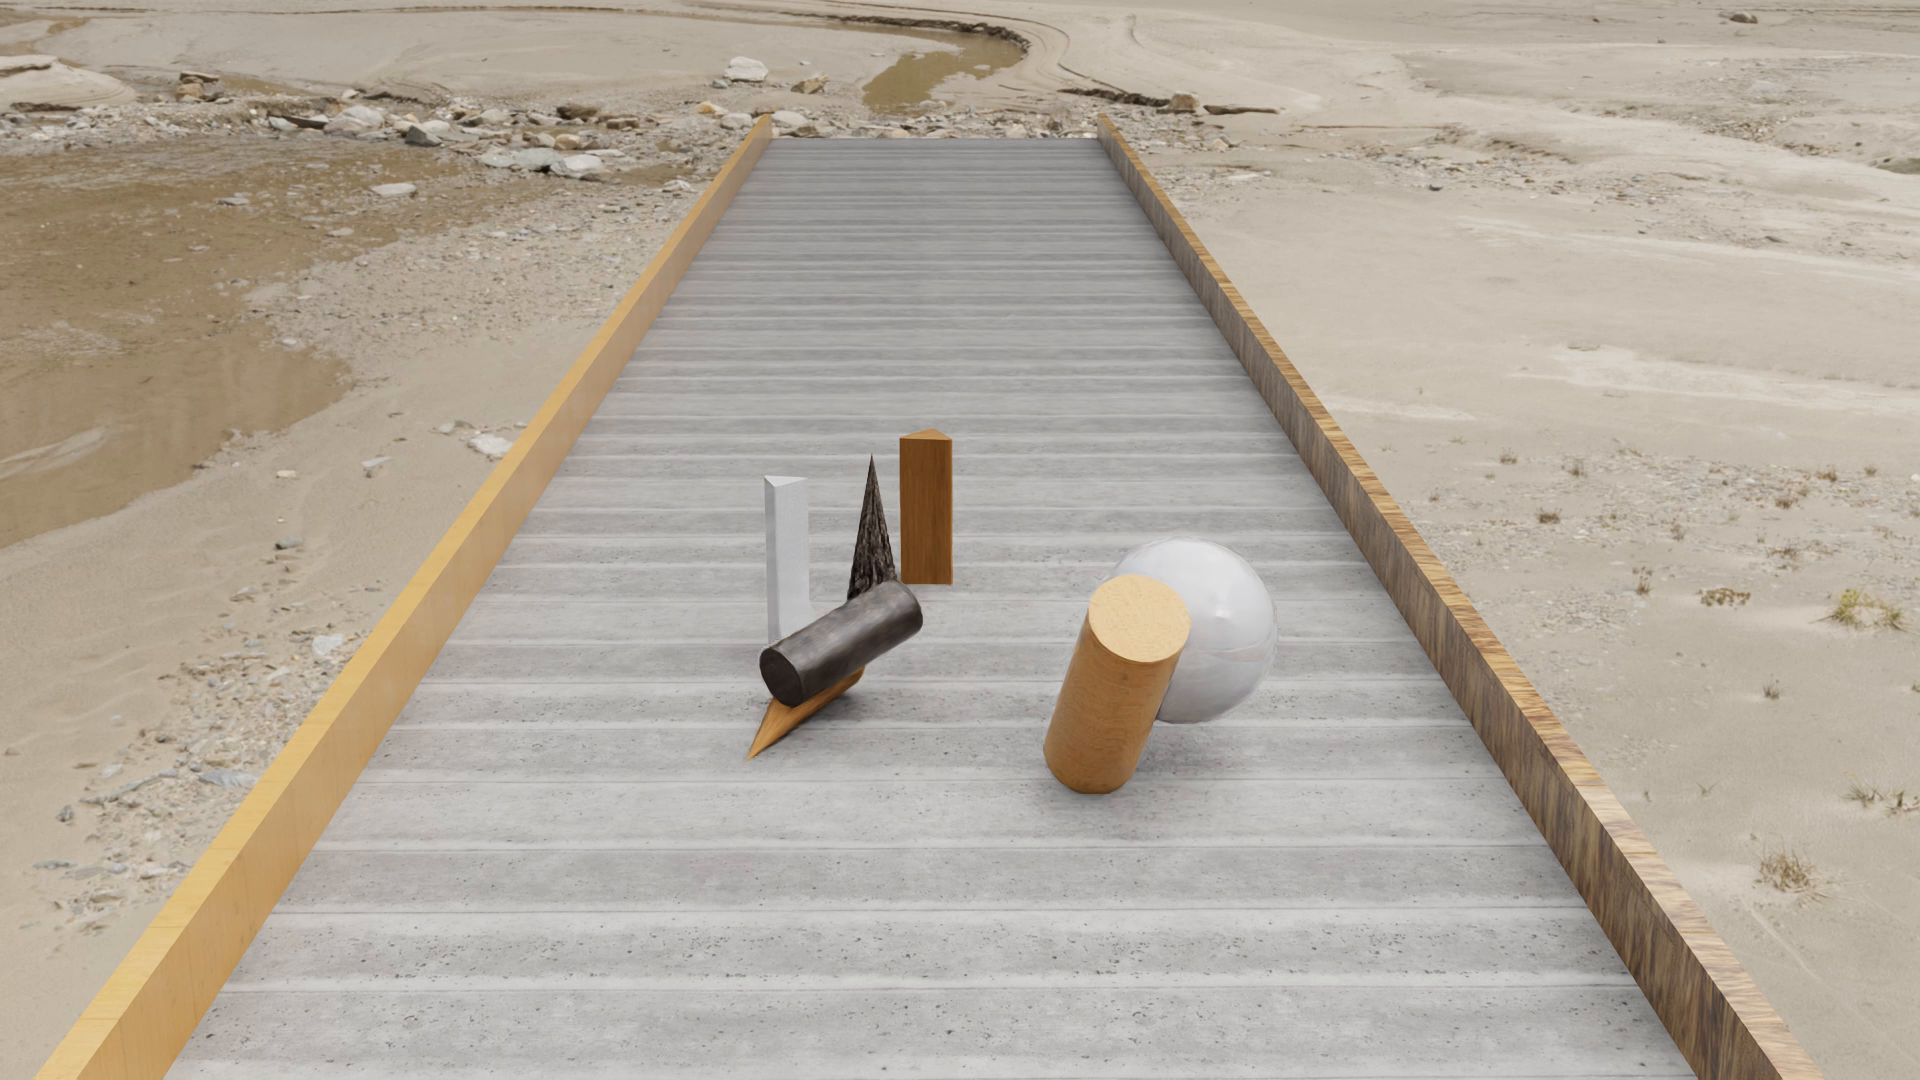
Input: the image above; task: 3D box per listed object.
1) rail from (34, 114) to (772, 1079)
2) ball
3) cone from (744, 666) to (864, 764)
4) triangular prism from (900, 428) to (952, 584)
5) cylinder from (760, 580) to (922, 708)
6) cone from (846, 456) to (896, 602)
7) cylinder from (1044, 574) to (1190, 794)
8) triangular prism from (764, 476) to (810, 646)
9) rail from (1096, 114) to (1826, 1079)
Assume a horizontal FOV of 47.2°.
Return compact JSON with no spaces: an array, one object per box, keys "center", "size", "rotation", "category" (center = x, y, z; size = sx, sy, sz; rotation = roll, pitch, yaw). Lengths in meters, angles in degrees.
[{"center":[-1.118,-0.838,7.780],"size":[0.050,0.150,12.000],"rotation":[0,17,-1],"category":"rail"},{"center":[0.389,0.158,3.850],"size":[0.329,0.329,0.329],"rotation":[0,17,0],"category":"ball"},{"center":[-0.316,0.310,4.058],"size":[0.144,0.144,0.398],"rotation":[6,28,19],"category":"cone"},{"center":[-0.068,-0.076,4.898],"size":[0.115,0.332,0.100],"rotation":[2,17,8],"category":"triangular prism"},{"center":[-0.218,0.189,4.066],"size":[0.118,0.118,0.303],"rotation":[16,36,43],"category":"cylinder"},{"center":[-0.185,-0.016,4.662],"size":[0.126,0.353,0.126],"rotation":[0,17,0],"category":"cone"},{"center":[0.254,0.246,3.632],"size":[0.164,0.430,0.164],"rotation":[4,54,-6],"category":"cylinder"},{"center":[-0.361,0.052,4.420],"size":[0.076,0.361,0.088],"rotation":[14,22,40],"category":"triangular prism"},{"center":[0.932,-0.844,7.801],"size":[0.050,0.150,12.000],"rotation":[0,17,-1],"category":"rail"}]
